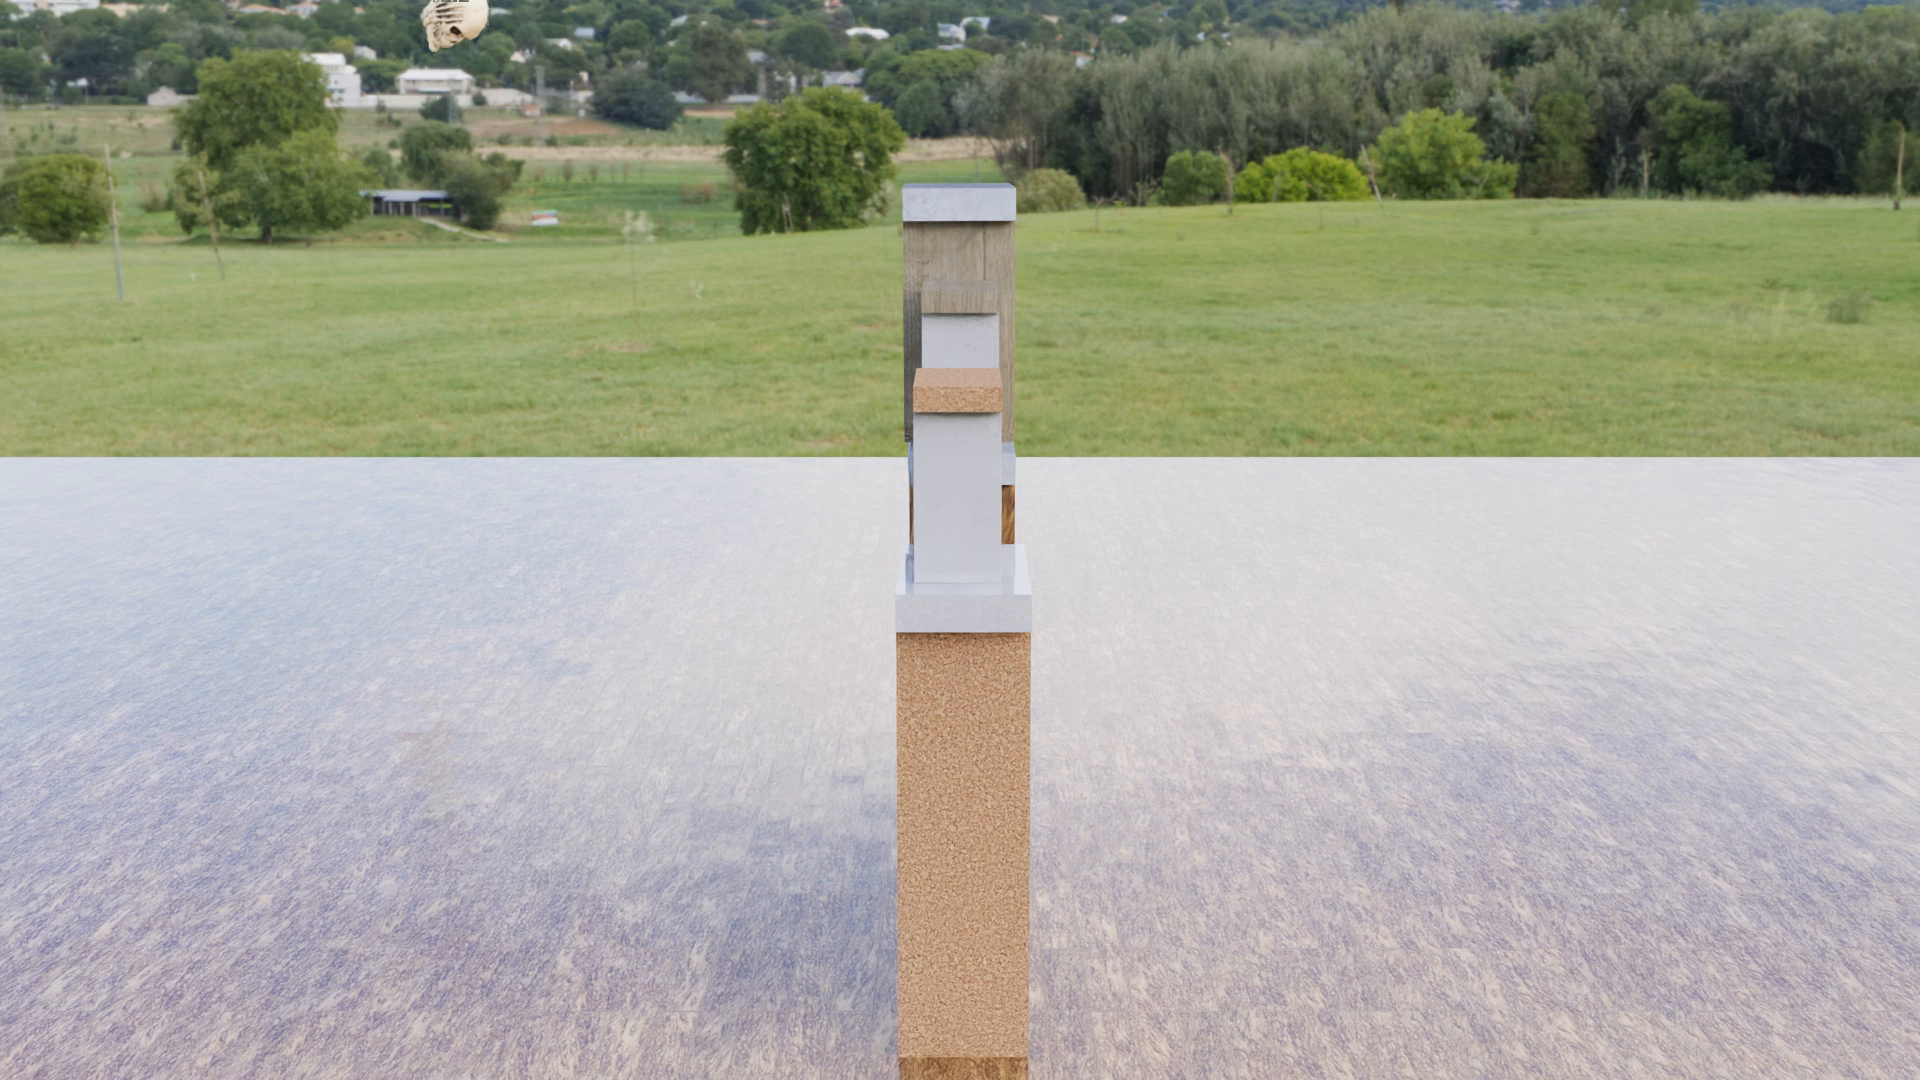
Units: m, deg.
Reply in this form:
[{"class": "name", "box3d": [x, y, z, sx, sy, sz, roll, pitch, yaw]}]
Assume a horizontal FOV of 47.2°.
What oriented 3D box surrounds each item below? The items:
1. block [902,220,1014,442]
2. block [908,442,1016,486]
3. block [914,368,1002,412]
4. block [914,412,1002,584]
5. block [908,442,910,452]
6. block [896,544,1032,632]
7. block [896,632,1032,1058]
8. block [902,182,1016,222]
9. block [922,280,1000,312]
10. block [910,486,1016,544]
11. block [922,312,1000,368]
[{"class": "block", "box3d": [-0.001, -0.340, 3.570, 0.179, 0.358, 0.051, 0, 11, 0]}, {"class": "block", "box3d": [0.003, -0.140, 3.605, 0.167, 0.047, 0.335, 0, 11, 0]}, {"class": "block", "box3d": [-0.003, -0.205, 2.985, 0.117, 0.033, 0.233, 0, 11, 0]}, {"class": "block", "box3d": [-0.003, -0.060, 2.933, 0.117, 0.233, 0.033, 0, 11, 0]}, {"class": "block", "box3d": [-0.004, -0.340, 3.811, 0.179, 0.445, 0.051, -1, 11, 0]}, {"class": "block", "box3d": [0.005, 0.063, 3.047, 0.179, 0.051, 0.357, 0, 11, 0]}, {"class": "block", "box3d": [0.005, 0.408, 2.990, 0.179, 0.606, 0.051, 0, 11, 0]}, {"class": "block", "box3d": [-0.004, -0.563, 3.648, 0.179, 0.051, 0.358, 0, 11, -1]}, {"class": "block", "box3d": [0.001, -0.375, 3.380, 0.116, 0.033, 0.232, 0, 11, 0]}, {"class": "block", "box3d": [0.003, 0.077, 3.532, 0.167, 0.352, 0.047, 0, 11, 0]}, {"class": "block", "box3d": [0.001, -0.163, 3.341, 0.116, 0.370, 0.033, 0, 11, 0]}]
